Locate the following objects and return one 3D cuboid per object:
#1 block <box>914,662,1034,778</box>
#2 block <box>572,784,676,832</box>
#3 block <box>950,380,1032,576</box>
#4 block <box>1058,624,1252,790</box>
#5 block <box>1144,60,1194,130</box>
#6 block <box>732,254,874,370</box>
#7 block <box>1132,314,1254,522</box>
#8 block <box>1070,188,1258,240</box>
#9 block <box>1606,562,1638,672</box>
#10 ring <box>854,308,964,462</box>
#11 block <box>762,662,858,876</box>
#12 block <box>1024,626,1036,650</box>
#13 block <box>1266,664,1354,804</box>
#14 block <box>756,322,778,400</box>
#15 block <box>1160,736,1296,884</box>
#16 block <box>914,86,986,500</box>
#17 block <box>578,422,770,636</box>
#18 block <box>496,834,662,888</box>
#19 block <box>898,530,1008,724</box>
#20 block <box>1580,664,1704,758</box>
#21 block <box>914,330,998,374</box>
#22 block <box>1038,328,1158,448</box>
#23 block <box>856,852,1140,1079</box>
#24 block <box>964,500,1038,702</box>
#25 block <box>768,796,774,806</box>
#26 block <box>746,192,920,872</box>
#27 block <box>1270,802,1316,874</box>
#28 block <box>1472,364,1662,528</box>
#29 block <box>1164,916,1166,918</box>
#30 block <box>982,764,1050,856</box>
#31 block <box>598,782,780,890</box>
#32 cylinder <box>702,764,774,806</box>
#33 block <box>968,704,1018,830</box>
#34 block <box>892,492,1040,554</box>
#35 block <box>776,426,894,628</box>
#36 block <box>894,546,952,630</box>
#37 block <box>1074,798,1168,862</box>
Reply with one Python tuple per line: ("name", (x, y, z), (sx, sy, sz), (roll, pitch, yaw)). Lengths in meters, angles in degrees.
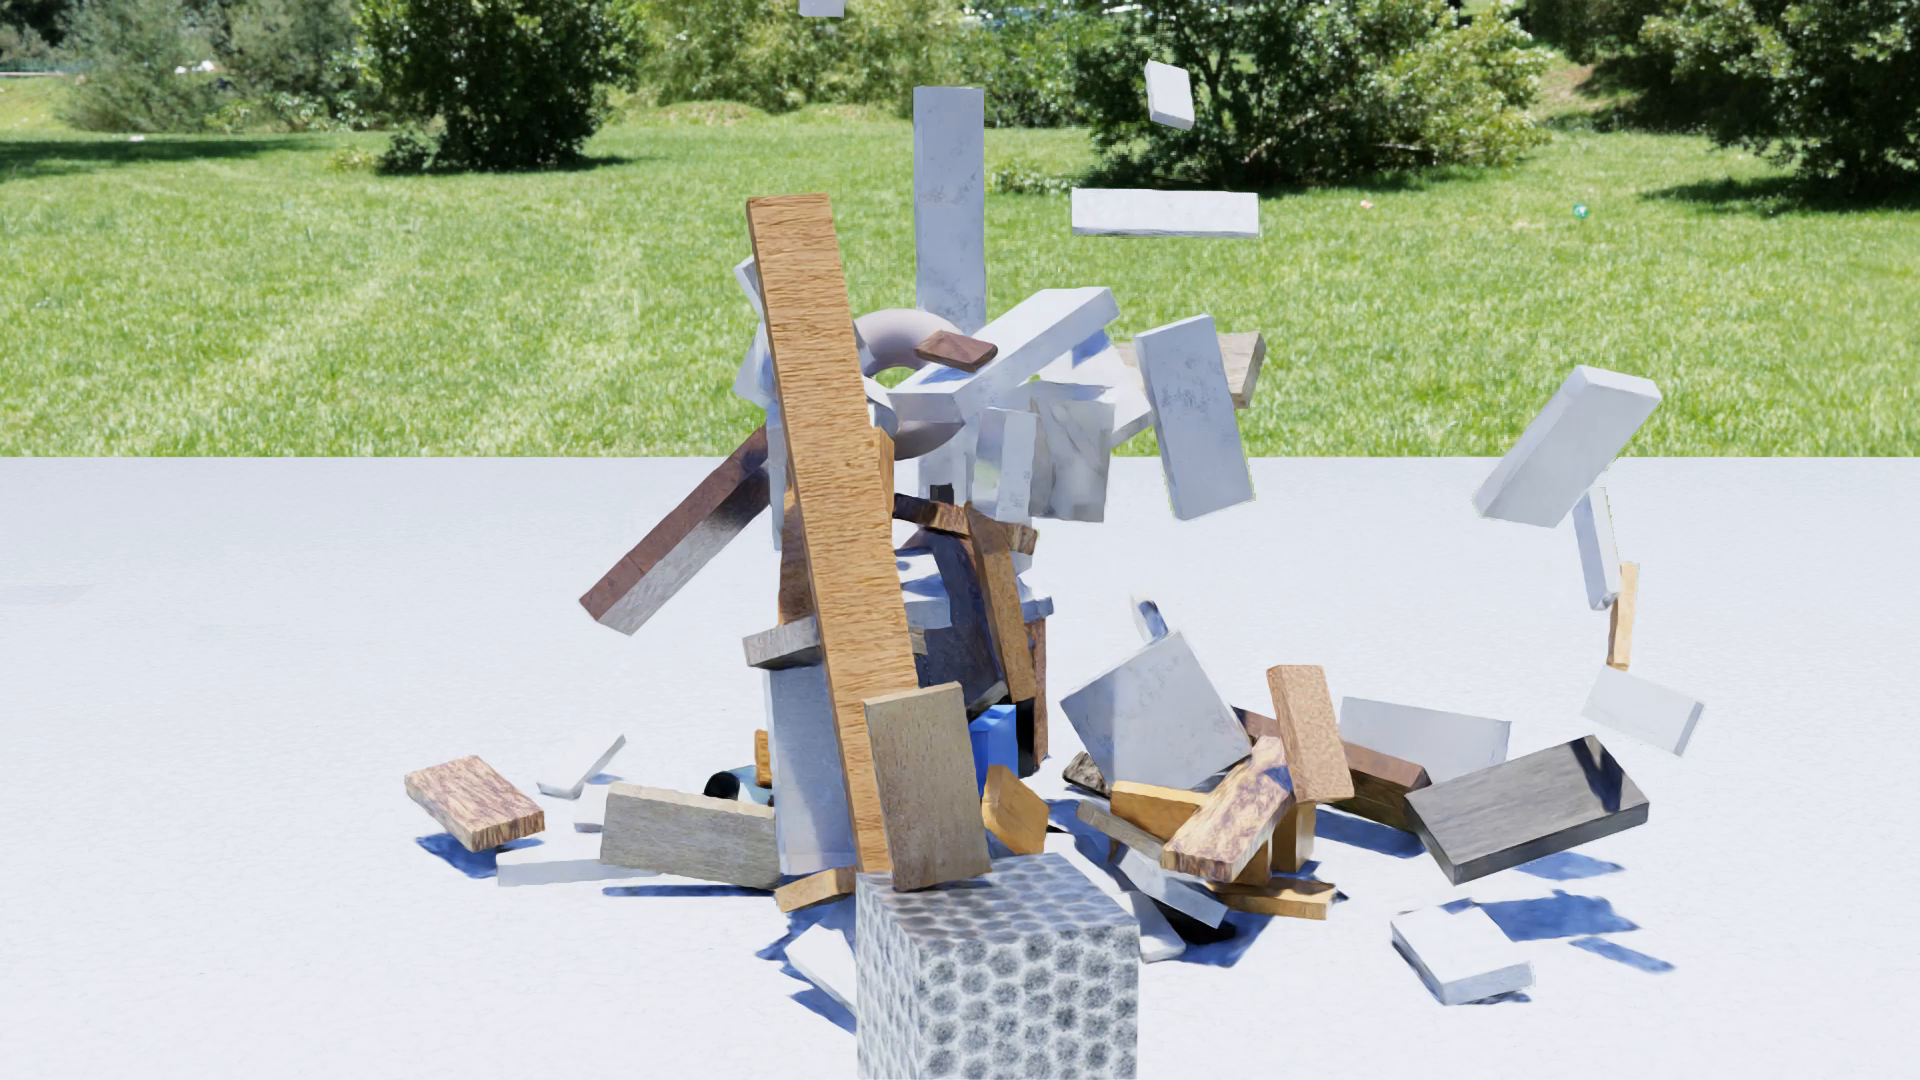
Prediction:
("block", (-0.015, 0.352, 4.330), (0.226, 0.226, 0.226), (-9, 14, -41))
("block", (-0.610, 0.491, 4.007), (0.173, 0.024, 0.086), (2, 47, 10))
("block", (0.063, -0.102, 4.266), (0.156, 0.441, 0.044), (-25, 42, -28))
("block", (0.341, 0.314, 3.810), (0.237, 0.237, 0.237), (-31, -3, 6))
("block", (0.401, -0.854, 4.218), (0.081, 0.023, 0.163), (12, 46, -15))
("block", (-0.248, -0.358, 3.508), (0.125, 0.249, 0.035), (-39, 23, -24))
("block", (0.410, -0.215, 3.856), (0.138, 0.337, 0.039), (-18, 14, -15))
("block", (0.356, -0.568, 3.829), (0.323, 0.081, 0.023), (1, -24, -1))
("block", (1.036, 0.132, 3.445), (0.024, 0.172, 0.086), (8, -25, 10))
("ring", (-0.116, -0.270, 3.803), (0.308, 0.308, 0.103), (2, -33, 11))
("block", (-0.206, 0.341, 3.317), (0.153, 0.306, 0.043), (-6, 2, -20))
("block", (0.015, 0.126, 4.046), (0.039, 0.276, 0.138), (-10, -31, -50))
("block", (0.573, 0.317, 3.602), (0.112, 0.225, 0.032), (4, -22, -43))
("block", (-0.298, -0.286, 3.540), (0.061, 0.121, 0.017), (19, -29, -40))
("block", (0.467, 0.427, 3.558), (0.113, 0.032, 0.548), (9, 17, 22))
("block", (-0.016, -0.246, 4.501), (0.138, 1.338, 0.039), (-3, 6, -25))
("block", (-0.451, -0.023, 3.831), (0.050, 0.466, 0.178), (46, 0, 15))
("block", (-0.658, 0.548, 3.790), (0.274, 0.039, 0.137), (-2, 11, -12))
("block", (-0.019, 0.146, 3.954), (0.050, 0.356, 0.178), (9, -39, -42))
("block", (1.020, 0.255, 3.291), (0.024, 0.086, 0.172), (24, 0, -39))
("block", (-0.006, -0.294, 3.427), (0.121, 0.017, 0.061), (20, 47, 40))
("block", (0.226, -0.279, 3.860), (0.138, 0.039, 0.276), (-31, 54, 6))
("block", (0.042, 0.598, 2.842), (0.286, 0.286, 0.286), (-3, 11, -18))
("block", (0.068, 0.099, 3.637), (0.044, 0.311, 0.155), (-15, 36, -4))
("block", (-0.275, 0.462, 3.676), (0.099, 0.050, 0.014), (14, 22, -7))
("block", (-0.148, 0.089, 3.190), (0.125, 1.294, 0.035), (-6, -17, -16))
("block", (0.542, 0.495, 3.837), (0.125, 0.125, 0.125), (5, 12, 23))
("block", (1.005, -0.151, 3.646), (0.156, 0.312, 0.044), (9, 43, -25))
("block", (0.254, 0.602, 3.471), (0.141, 0.020, 0.071), (-11, 39, -45))
("block", (0.086, 0.423, 3.392), (0.026, 0.092, 0.184), (-4, -29, 26))
("block", (-0.440, 0.492, 3.653), (0.300, 0.137, 0.039), (9, 23, -3))
("cylinder", (-0.326, 0.473, 3.817), (0.177, 0.177, 0.177), (-9, 14, -40))
("block", (-0.013, 0.418, 4.072), (0.194, 0.194, 0.194), (2, 11, 17))
("block", (-0.108, -0.053, 3.896), (0.504, 0.044, 0.155), (13, -4, 38))
("block", (-0.193, -0.009, 3.461), (0.172, 0.345, 0.049), (-18, -41, 21))
("block", (-0.119, 0.083, 3.646), (0.172, 0.049, 0.345), (-6, 14, -5))
("block", (0.271, 0.479, 3.599), (0.173, 0.024, 0.086), (28, 1, 4))
